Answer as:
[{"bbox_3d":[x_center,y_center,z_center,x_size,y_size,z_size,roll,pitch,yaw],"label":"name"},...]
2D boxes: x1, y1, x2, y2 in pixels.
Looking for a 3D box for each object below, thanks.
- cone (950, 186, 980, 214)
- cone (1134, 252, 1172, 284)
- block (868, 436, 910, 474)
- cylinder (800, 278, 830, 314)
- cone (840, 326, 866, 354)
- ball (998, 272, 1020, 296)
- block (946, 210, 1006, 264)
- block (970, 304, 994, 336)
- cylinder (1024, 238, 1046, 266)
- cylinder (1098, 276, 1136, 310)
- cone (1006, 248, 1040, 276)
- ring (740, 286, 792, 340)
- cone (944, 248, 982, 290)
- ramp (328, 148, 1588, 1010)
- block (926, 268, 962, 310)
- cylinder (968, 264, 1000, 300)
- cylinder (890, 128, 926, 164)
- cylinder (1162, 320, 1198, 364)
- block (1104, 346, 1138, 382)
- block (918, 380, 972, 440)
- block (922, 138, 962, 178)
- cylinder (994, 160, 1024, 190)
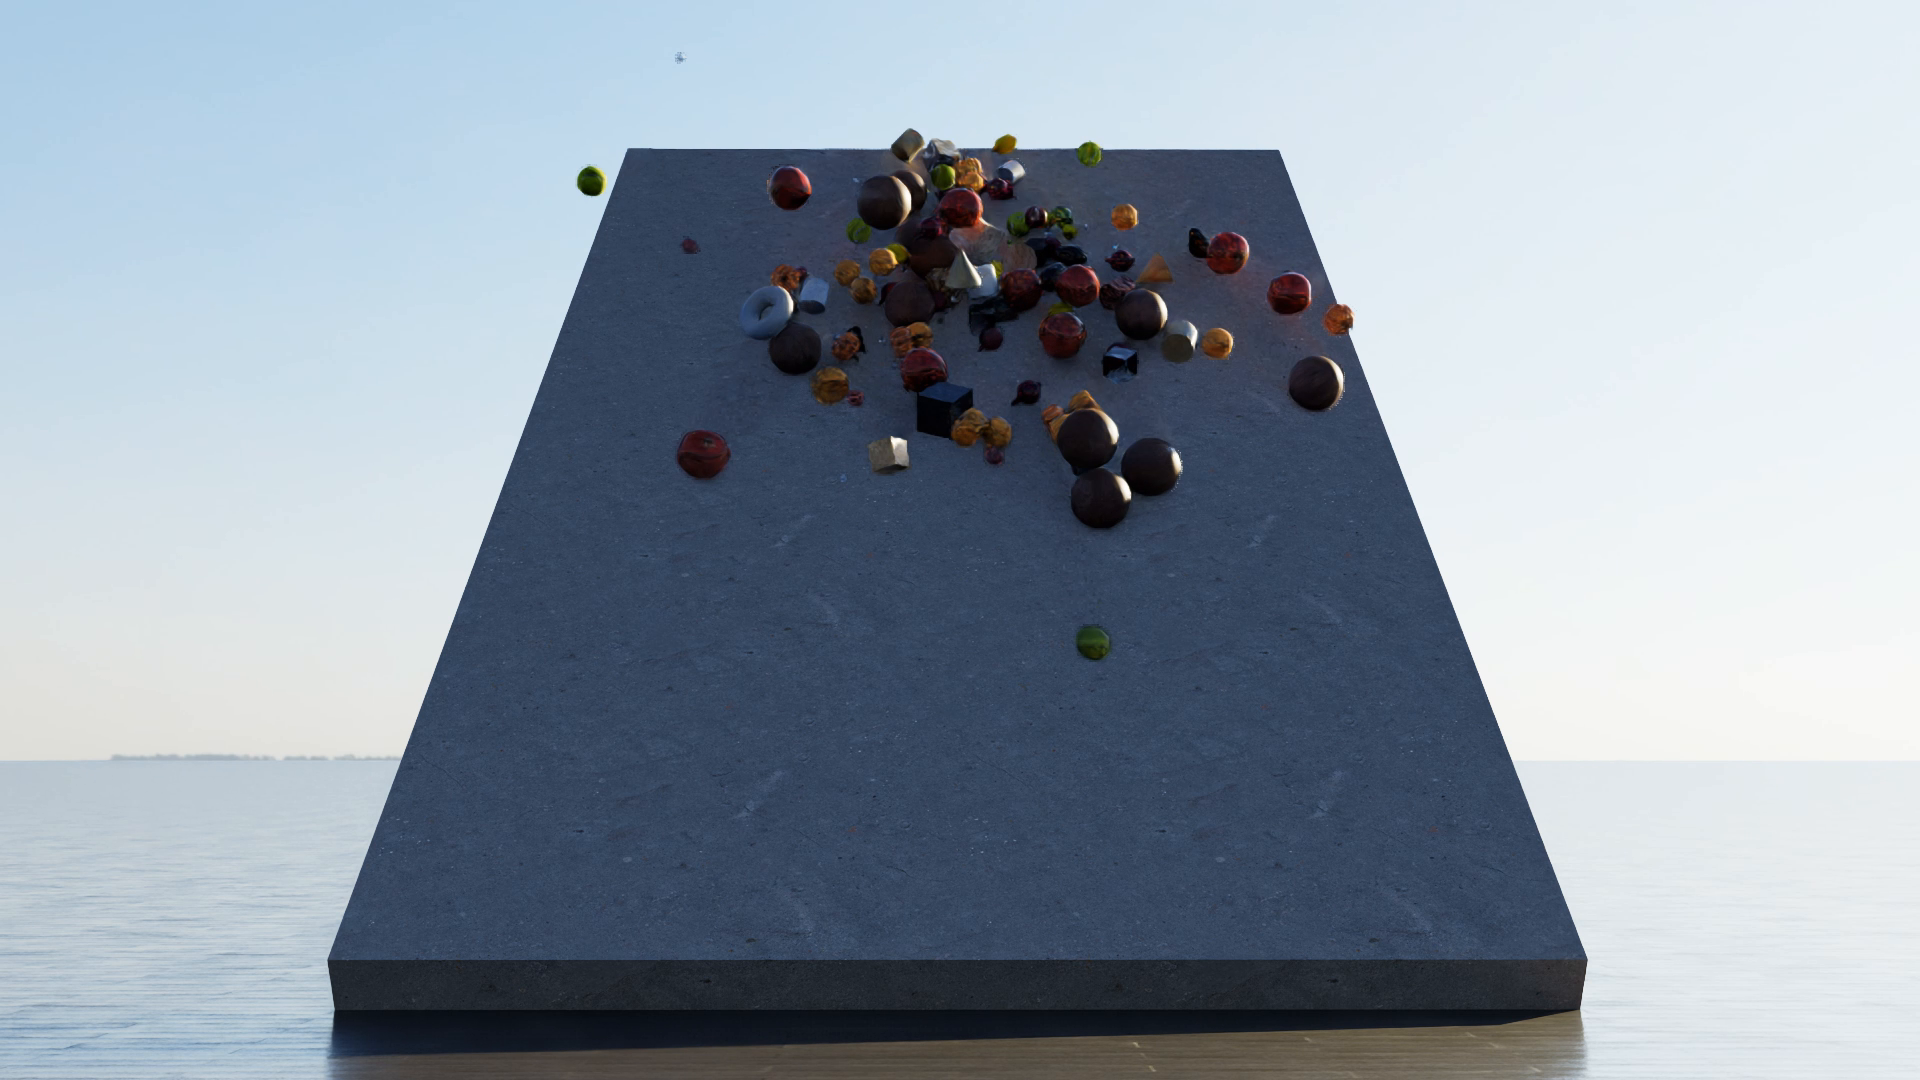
[{"bbox_3d":[0.000,-0.951,6.793,0.080,0.080,0.080,-43,12,-21],"label":"cone"},{"bbox_3d":[0.499,-0.699,6.296,0.091,0.091,0.091,-28,-2,-7],"label":"cone"},{"bbox_3d":[-0.154,-0.182,5.166,0.062,0.062,0.062,-16,-14,27],"label":"block"},{"bbox_3d":[-0.370,-0.621,6.063,0.067,0.067,0.067,8,-25,4],"label":"cylinder"},{"bbox_3d":[-0.253,-0.484,5.925,0.067,0.067,0.067,-37,-21,-16],"label":"cone"},{"bbox_3d":[0.128,-0.668,6.229,0.062,0.062,0.062,0,-5,0],"label":"ball"},{"bbox_3d":[0.043,-0.814,6.405,0.093,0.093,0.093,36,13,33],"label":"block"},{"bbox_3d":[0.056,-0.557,6.036,0.058,0.058,0.058,-2,28,-4],"label":"block"},{"bbox_3d":[0.203,-0.775,6.433,0.057,0.057,0.057,0,-48,-3],"label":"cylinder"},{"bbox_3d":[0.408,-0.639,6.176,0.072,0.072,0.072,-5,19,41],"label":"cylinder"},{"bbox_3d":[0.163,-0.747,6.413,0.094,0.094,0.094,1,18,-7],"label":"cone"},{"bbox_3d":[-0.467,-0.549,5.754,0.144,0.144,0.048,-3,-26,33],"label":"ring"},{"bbox_3d":[0.004,-0.686,5.943,0.096,0.096,0.096,-4,26,2],"label":"cone"},{"bbox_3d":[-0.011,-0.223,5.572,2.000,0.100,4.000,0,28,0],"label":"ramp"},{"bbox_3d":[-0.042,-0.654,6.198,0.078,0.078,0.078,8,29,14],"label":"block"},{"bbox_3d":[0.055,-0.660,6.097,0.079,0.079,0.079,-11,3,1],"label":"cylinder"},{"bbox_3d":[-0.156,-1.183,7.145,0.074,0.074,0.074,36,-19,14],"label":"cylinder"},{"bbox_3d":[0.541,-0.489,5.881,0.080,0.080,0.080,-1,30,15],"label":"cylinder"},{"bbox_3d":[0.389,-0.426,5.787,0.061,0.061,0.061,15,31,26],"label":"block"},{"bbox_3d":[-0.035,-0.300,5.511,0.093,0.093,0.093,15,31,26],"label":"block"},{"bbox_3d":[-0.056,-1.131,7.051,0.076,0.076,0.076,3,-45,-33],"label":"block"},{"bbox_3d":[0.144,-1.072,7.000,0.069,0.069,0.069,-3,23,30],"label":"cylinder"}]
